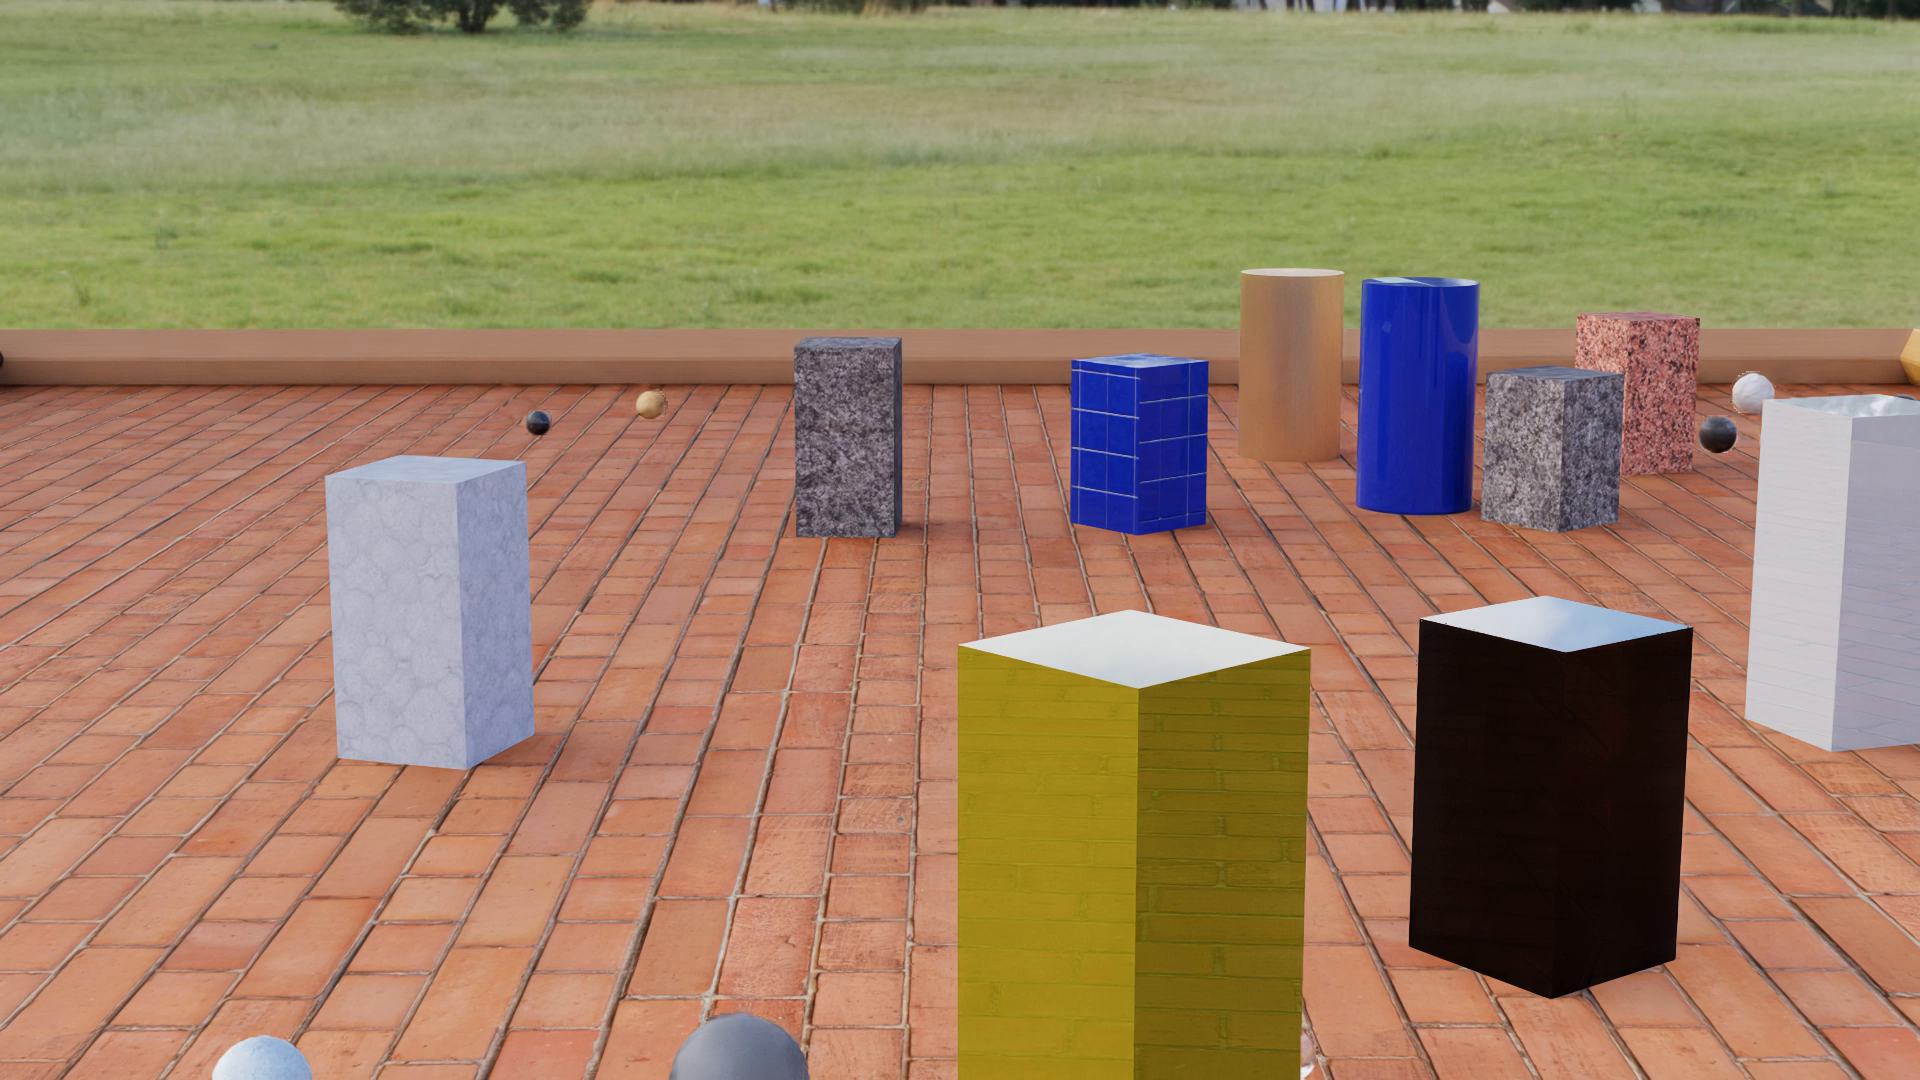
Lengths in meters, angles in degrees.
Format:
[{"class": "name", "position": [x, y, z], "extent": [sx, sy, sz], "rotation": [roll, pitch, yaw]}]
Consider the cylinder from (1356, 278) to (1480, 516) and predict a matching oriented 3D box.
[{"class": "cylinder", "position": [0.755, -0.240, 4.237], "extent": [0.191, 0.373, 0.191], "rotation": [0, 11, 0]}]

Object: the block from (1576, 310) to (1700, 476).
[{"class": "block", "position": [1.223, -0.268, 4.651], "extent": [0.153, 0.277, 0.153], "rotation": [-4, 11, -22]}]

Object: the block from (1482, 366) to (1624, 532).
[{"class": "block", "position": [0.949, -0.149, 4.110], "extent": [0.153, 0.240, 0.153], "rotation": [-9, 14, -39]}]

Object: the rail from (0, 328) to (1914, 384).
[{"class": "rail", "position": [-0.014, -0.417, 5.860], "extent": [4.408, 0.124, 0.045], "rotation": [0, 11, 0]}]

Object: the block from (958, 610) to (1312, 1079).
[{"class": "block", "position": [0.107, 0.249, 1.609], "extent": [0.153, 0.373, 0.153], "rotation": [-10, 14, -42]}]

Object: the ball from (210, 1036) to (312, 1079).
[{"class": "ball", "position": [-0.480, 0.375, 1.762], "extent": [0.068, 0.068, 0.068], "rotation": [0, 11, 0]}]

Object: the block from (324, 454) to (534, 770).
[{"class": "block", "position": [-0.564, 0.073, 2.744], "extent": [0.153, 0.303, 0.153], "rotation": [3, 11, 18]}]

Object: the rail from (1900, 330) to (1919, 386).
[{"class": "rail", "position": [2.180, 0.030, 3.462], "extent": [0.045, 0.124, 4.953], "rotation": [0, 11, 0]}]

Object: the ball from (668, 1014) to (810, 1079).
[{"class": "ball", "position": [-0.149, 0.368, 1.728], "extent": [0.096, 0.096, 0.096], "rotation": [0, 11, 0]}]

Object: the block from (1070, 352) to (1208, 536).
[{"class": "block", "position": [0.285, -0.156, 4.086], "extent": [0.153, 0.262, 0.153], "rotation": [-9, 14, -40]}]

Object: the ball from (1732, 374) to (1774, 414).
[{"class": "ball", "position": [1.661, -0.305, 5.371], "extent": [0.086, 0.086, 0.086], "rotation": [0, 11, 0]}]

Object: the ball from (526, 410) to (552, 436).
[{"class": "ball", "position": [-0.833, -0.230, 5.067], "extent": [0.050, 0.050, 0.050], "rotation": [0, 11, 0]}]

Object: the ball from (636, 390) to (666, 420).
[{"class": "ball", "position": [-0.638, -0.279, 5.300], "extent": [0.060, 0.060, 0.060], "rotation": [0, 11, 0]}]

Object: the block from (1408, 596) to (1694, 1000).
[{"class": "block", "position": [0.482, 0.205, 2.101], "extent": [0.153, 0.280, 0.153], "rotation": [-8, 13, -36]}]

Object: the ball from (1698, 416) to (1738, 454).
[{"class": "ball", "position": [1.431, -0.199, 4.845], "extent": [0.069, 0.069, 0.069], "rotation": [0, 11, 0]}]

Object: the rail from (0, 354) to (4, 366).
[{"class": "rail", "position": [-2.180, 0.034, 3.437], "extent": [0.045, 0.124, 4.953], "rotation": [0, 11, 0]}]

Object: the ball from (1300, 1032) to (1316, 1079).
[{"class": "ball", "position": [0.237, 0.372, 1.856], "extent": [0.040, 0.040, 0.040], "rotation": [0, 11, 0]}]

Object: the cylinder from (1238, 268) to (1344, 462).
[{"class": "cylinder", "position": [0.619, -0.330, 4.801], "extent": [0.191, 0.343, 0.191], "rotation": [0, 11, 0]}]

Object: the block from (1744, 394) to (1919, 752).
[{"class": "block", "position": [0.981, 0.032, 2.809], "extent": [0.153, 0.361, 0.153], "rotation": [-4, 11, -18]}]

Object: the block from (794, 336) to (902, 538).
[{"class": "block", "position": [-0.174, -0.163, 4.037], "extent": [0.153, 0.296, 0.153], "rotation": [1, 11, 4]}]
